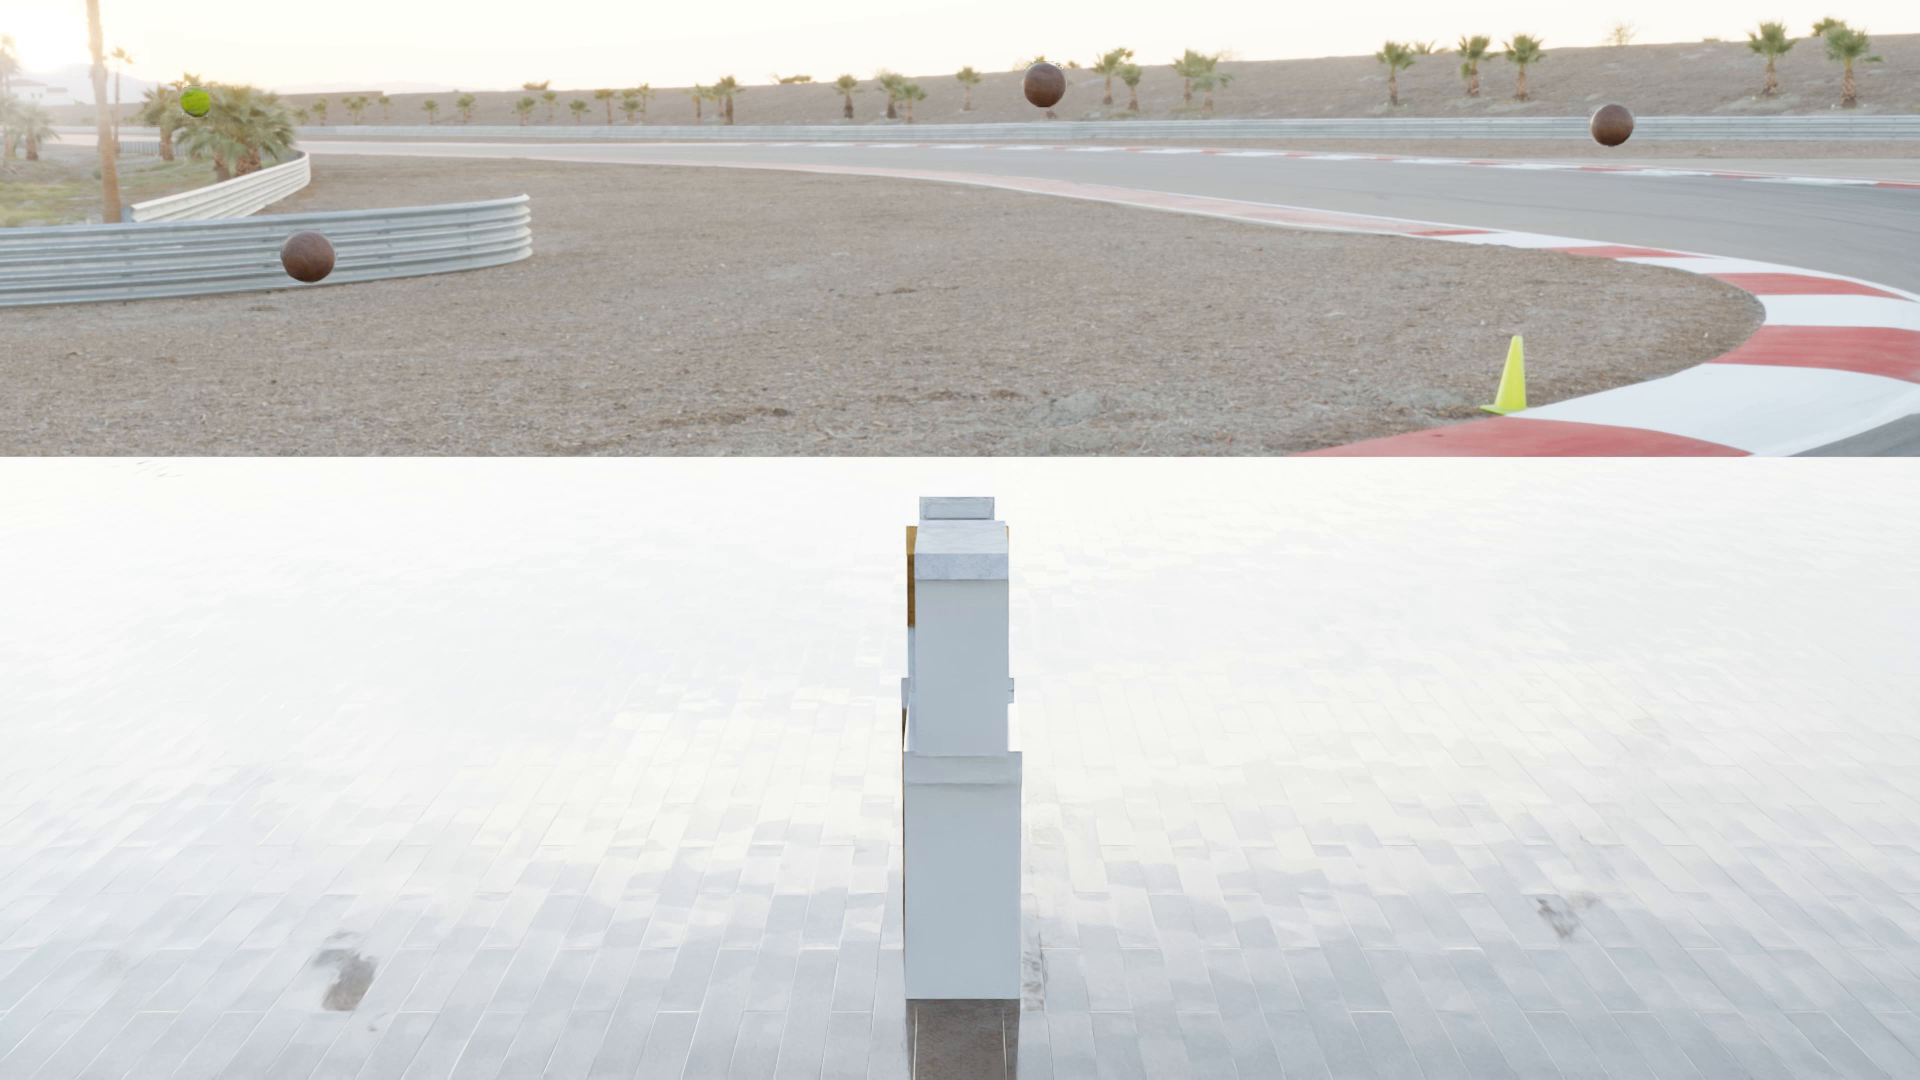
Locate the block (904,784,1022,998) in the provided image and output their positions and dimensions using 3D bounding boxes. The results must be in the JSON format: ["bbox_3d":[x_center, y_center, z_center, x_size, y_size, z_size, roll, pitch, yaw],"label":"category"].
[{"bbox_3d":[0.004,0.502,3.218,0.169,0.337,0.048,0,11,0],"label":"block"}]

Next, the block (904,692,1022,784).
[{"bbox_3d":[0.004,0.292,3.293,0.169,0.048,0.338,0,11,0],"label":"block"}]

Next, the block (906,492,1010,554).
[{"bbox_3d":[-0.004,-0.032,3.919,0.176,0.050,0.353,0,10,0],"label":"block"}]

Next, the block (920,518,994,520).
[{"bbox_3d":[-0.005,0.076,3.550,0.121,0.241,0.034,0,11,0],"label":"block"}]

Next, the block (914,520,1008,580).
[{"bbox_3d":[0.003,0.012,3.149,0.130,0.037,0.259,0,11,0],"label":"block"}]

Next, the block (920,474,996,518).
[{"bbox_3d":[-0.004,-0.074,3.604,0.121,0.034,0.241,0,11,0],"label":"block"}]

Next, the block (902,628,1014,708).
[{"bbox_3d":[-0.003,0.208,3.635,0.178,0.050,0.356,0,11,0],"label":"block"}]

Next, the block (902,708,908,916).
[{"bbox_3d":[-0.003,0.430,3.556,0.178,0.356,0.050,0,11,0],"label":"block"}]

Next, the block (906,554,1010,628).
[{"bbox_3d":[-0.004,0.188,3.840,0.176,0.353,0.050,0,11,0],"label":"block"}]

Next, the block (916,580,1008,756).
[{"bbox_3d":[0.003,0.174,3.091,0.130,0.259,0.037,0,11,0],"label":"block"}]
